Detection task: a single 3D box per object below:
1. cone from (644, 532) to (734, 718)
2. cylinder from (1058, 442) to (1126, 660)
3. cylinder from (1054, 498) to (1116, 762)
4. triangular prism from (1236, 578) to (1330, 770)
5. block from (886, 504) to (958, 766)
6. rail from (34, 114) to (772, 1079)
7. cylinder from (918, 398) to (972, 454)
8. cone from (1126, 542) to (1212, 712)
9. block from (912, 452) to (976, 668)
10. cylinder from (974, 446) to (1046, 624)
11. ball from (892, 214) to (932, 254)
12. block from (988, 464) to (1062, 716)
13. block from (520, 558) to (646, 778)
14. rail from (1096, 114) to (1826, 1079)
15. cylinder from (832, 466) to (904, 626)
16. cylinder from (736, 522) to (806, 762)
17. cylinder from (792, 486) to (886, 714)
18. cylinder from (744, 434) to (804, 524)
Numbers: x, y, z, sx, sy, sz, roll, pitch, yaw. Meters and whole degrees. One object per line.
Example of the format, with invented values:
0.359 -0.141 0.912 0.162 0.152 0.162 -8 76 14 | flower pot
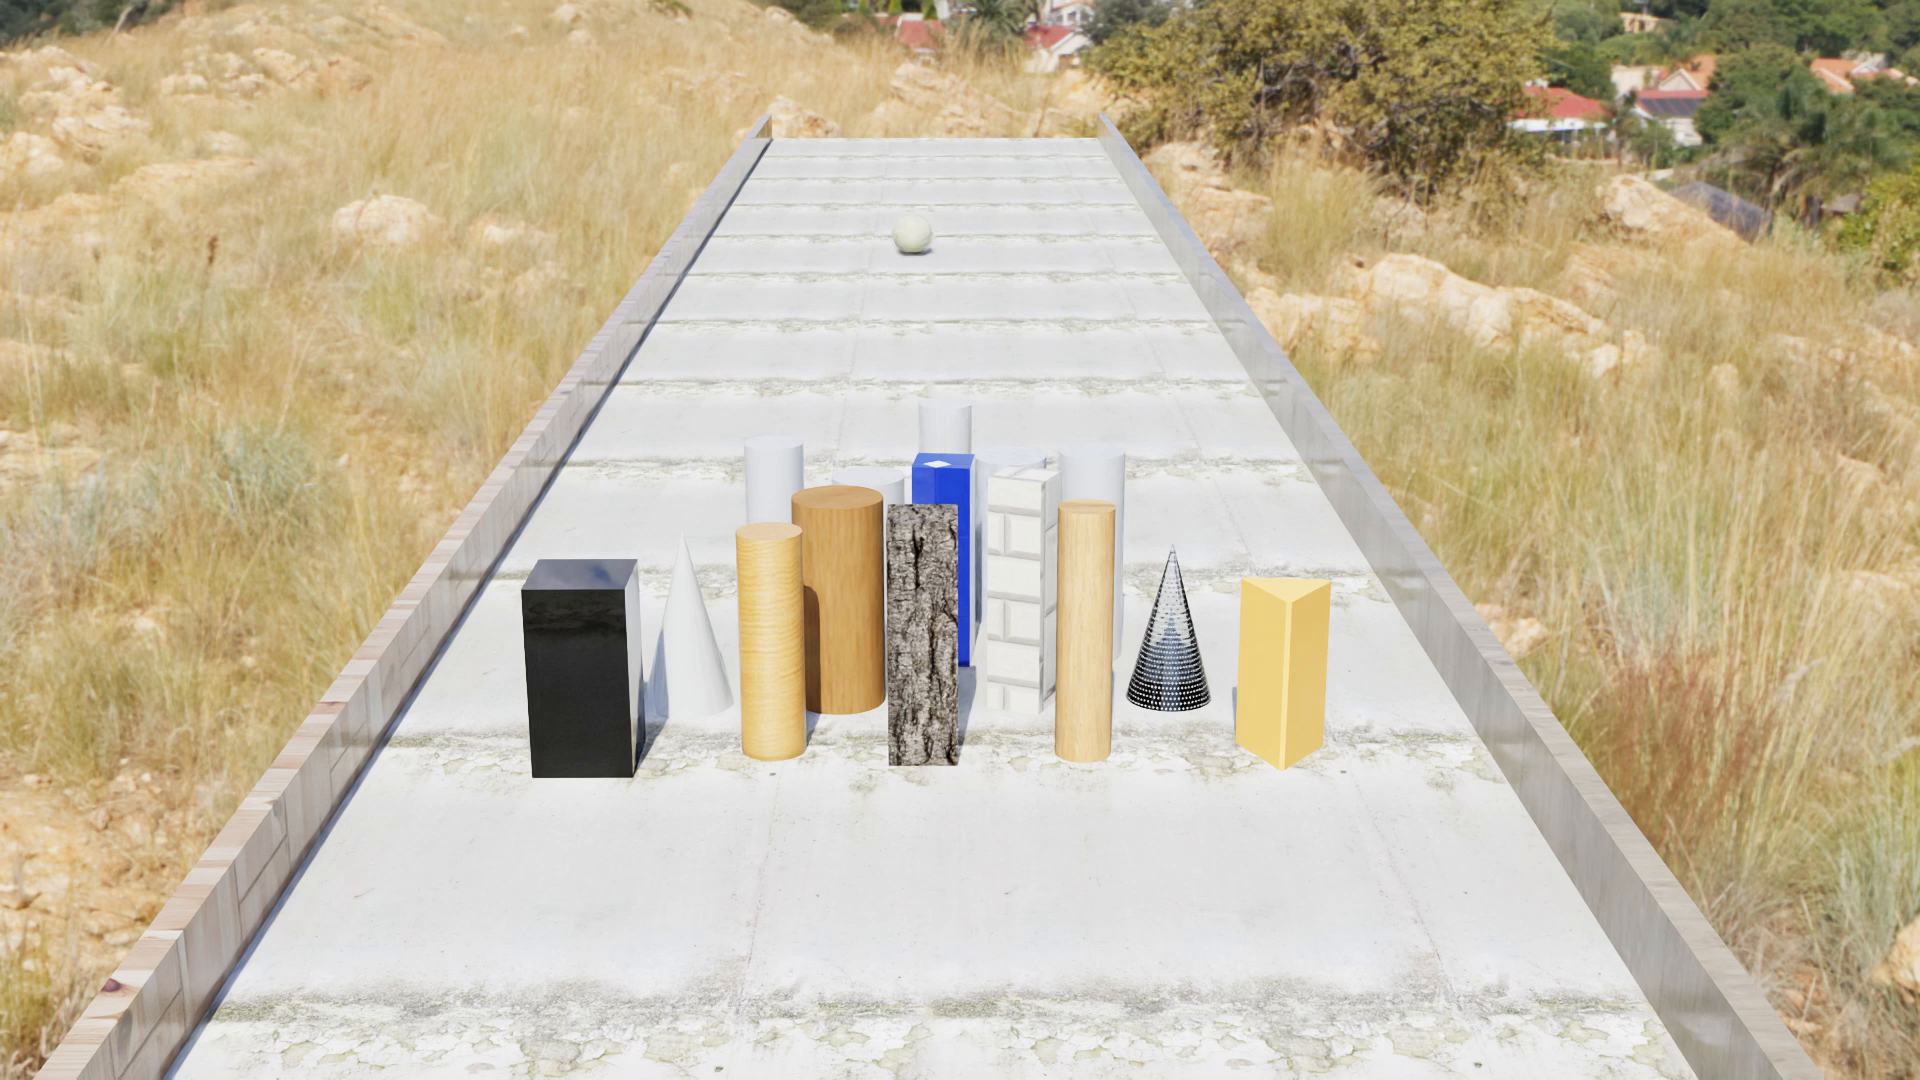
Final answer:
-0.516 0.145 4.138 0.172 0.343 0.172 0 17 0 | cone
0.260 0.026 4.398 0.133 0.423 0.133 0 17 0 | cylinder
0.220 0.161 3.881 0.100 0.458 0.100 0 17 0 | cylinder
0.556 0.227 3.916 0.134 0.311 0.154 12 20 34 | triangular prism
-0.065 0.168 3.879 0.123 0.446 0.123 0 17 0 | block
-1.118 -0.838 7.780 0.050 0.150 12.000 0 17 -1 | rail
-0.032 -0.105 4.865 0.118 0.407 0.118 0 17 0 | cylinder
0.400 0.152 4.175 0.165 0.309 0.165 0 17 0 | cone
-0.032 0.040 4.378 0.114 0.408 0.114 2 17 5 | block
0.105 -0.008 4.641 0.151 0.350 0.151 0 17 0 | cylinder
-0.200 -1.288 9.255 0.172 0.172 0.172 0 17 0 | ball
0.120 0.094 4.123 0.104 0.449 0.104 7 18 23 | block
-0.658 0.224 3.867 0.176 0.346 0.176 0 17 -1 | block
0.932 -0.844 7.801 0.050 0.150 12.000 0 17 -1 | rail
-0.192 0.014 4.640 0.154 0.308 0.154 0 17 0 | cylinder
-0.334 0.180 3.902 0.117 0.409 0.117 0 17 0 | cylinder
-0.228 0.112 4.148 0.171 0.400 0.171 0 17 0 | cylinder
-0.363 0.025 4.351 0.117 0.451 0.117 0 17 0 | cylinder
